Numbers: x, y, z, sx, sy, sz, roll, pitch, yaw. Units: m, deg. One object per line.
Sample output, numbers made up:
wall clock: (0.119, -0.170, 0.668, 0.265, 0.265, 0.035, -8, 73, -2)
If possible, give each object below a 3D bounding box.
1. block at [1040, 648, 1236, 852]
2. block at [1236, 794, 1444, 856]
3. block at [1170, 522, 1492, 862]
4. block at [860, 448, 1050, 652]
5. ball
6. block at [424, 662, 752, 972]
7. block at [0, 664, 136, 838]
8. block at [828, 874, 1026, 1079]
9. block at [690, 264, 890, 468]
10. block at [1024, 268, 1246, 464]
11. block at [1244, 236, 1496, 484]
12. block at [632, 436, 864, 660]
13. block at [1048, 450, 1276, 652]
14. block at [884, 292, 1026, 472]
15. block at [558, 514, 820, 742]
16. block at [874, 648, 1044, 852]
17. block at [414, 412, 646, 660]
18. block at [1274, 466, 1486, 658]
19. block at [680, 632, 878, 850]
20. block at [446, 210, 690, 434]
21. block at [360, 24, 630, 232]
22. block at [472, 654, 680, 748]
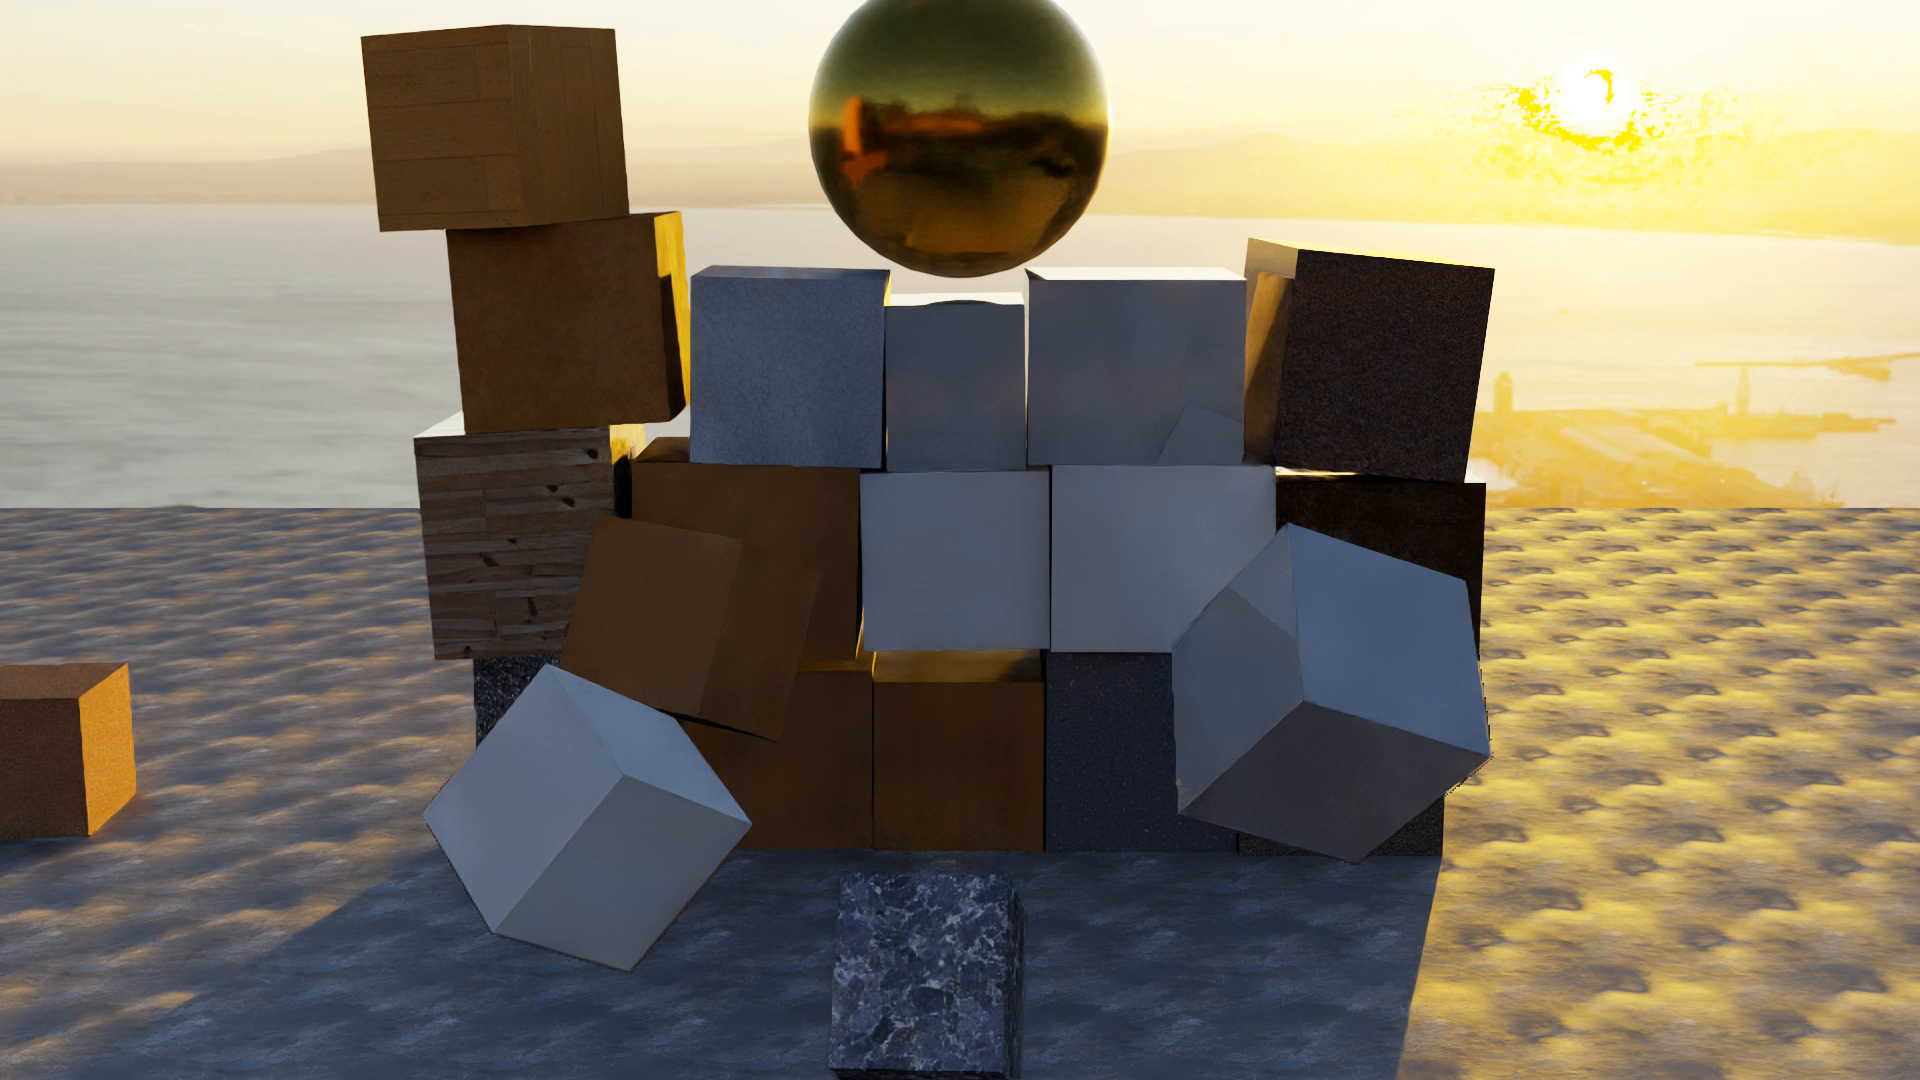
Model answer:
block: (0.903, 0.961, 11.368, 0.951, 1.041, 0.962, 0, 10, 0)
block: (1.892, 1.053, 11.373, 1.012, 0.858, 1.053, 0, 10, 0)
block: (1.457, 0.629, 8.831, 0.842, 0.834, 0.922, 17, -40, -19)
block: (-0.022, 0.026, 11.176, 0.916, 0.880, 0.913, -1, 10, 0)
ball: (0.000, -2.177, 11.531, 1.600, 1.600, 1.600, 0, 10, 0)
block: (-1.189, 0.893, 7.033, 0.614, 0.642, 0.567, 32, 11, -49)
block: (-4.784, 1.092, 11.519, 0.641, 0.731, 0.752, 0, 10, -3)
block: (-0.105, 1.629, 8.007, 0.610, 0.691, 0.597, 0, -23, 8)
block: (-0.832, -0.884, 10.999, 0.924, 0.903, 0.887, 1, 11, 0)
block: (0.847, -0.889, 11.013, 1.035, 0.889, 1.005, 0, 10, 0)
block: (1.964, -0.919, 10.990, 0.965, 1.040, 1.030, 5, 10, -7)
block: (-1.050, 0.022, 11.173, 1.103, 0.954, 0.951, 2, 10, 0)
block: (0.982, 0.000, 11.177, 1.078, 0.920, 1.063, 0, 10, 0)
block: (-0.020, -0.803, 11.016, 0.674, 0.809, 0.796, -1, 10, 0)
block: (-1.155, 0.379, 9.397, 0.729, 0.746, 0.678, 10, -9, 26)
block: (-0.006, 1.049, 11.365, 0.842, 0.869, 0.900, 0, 10, 0)
block: (-2.118, -0.076, 11.163, 0.941, 1.098, 1.121, -3, 10, 0)
block: (2.039, 0.131, 11.223, 1.025, 1.009, 0.968, 0, 10, 0)
block: (-0.915, 1.021, 11.377, 0.957, 0.920, 0.877, 0, 10, 0)
block: (-1.912, -1.109, 10.983, 0.991, 0.974, 1.016, -3, 10, 1)
block: (-2.225, -1.985, 10.615, 0.823, 0.911, 0.909, 2, 11, 24)
block: (-1.901, 0.981, 11.339, 0.994, 1.013, 0.871, 0, 10, 0)
